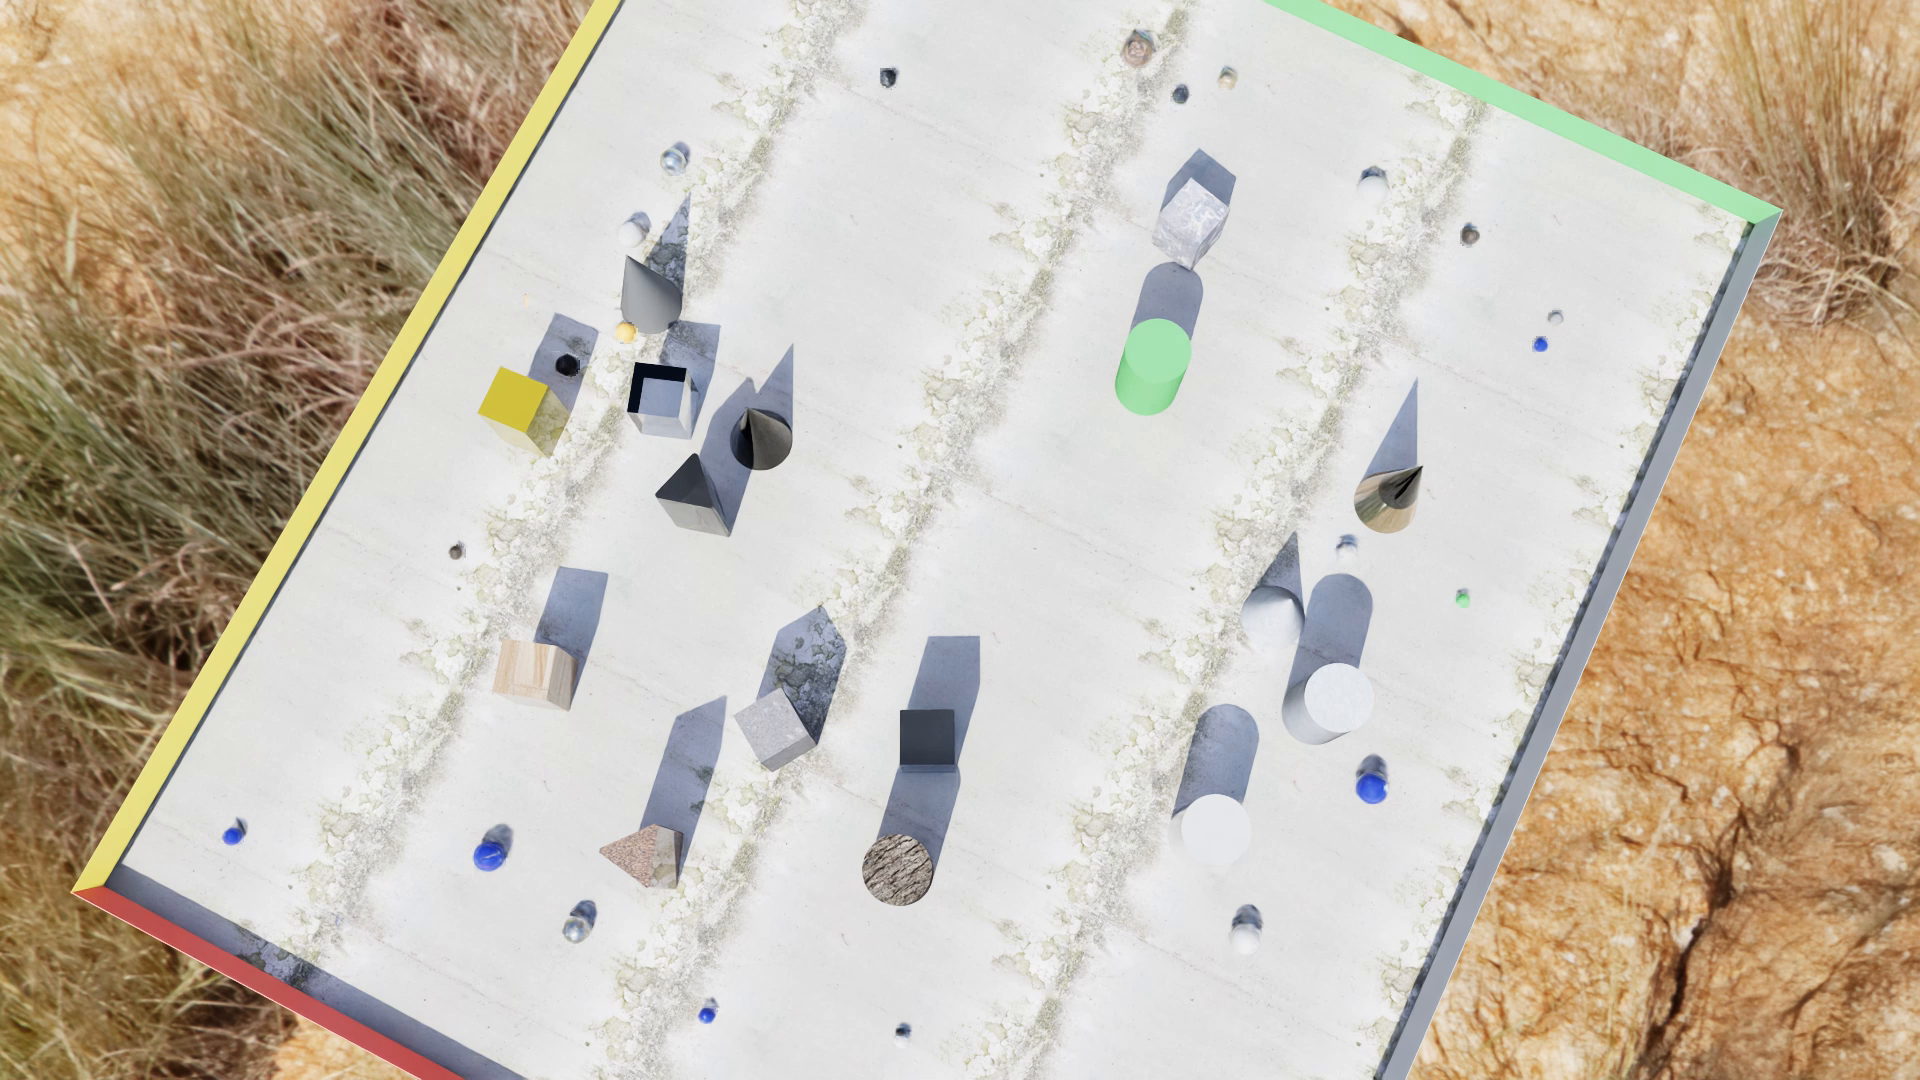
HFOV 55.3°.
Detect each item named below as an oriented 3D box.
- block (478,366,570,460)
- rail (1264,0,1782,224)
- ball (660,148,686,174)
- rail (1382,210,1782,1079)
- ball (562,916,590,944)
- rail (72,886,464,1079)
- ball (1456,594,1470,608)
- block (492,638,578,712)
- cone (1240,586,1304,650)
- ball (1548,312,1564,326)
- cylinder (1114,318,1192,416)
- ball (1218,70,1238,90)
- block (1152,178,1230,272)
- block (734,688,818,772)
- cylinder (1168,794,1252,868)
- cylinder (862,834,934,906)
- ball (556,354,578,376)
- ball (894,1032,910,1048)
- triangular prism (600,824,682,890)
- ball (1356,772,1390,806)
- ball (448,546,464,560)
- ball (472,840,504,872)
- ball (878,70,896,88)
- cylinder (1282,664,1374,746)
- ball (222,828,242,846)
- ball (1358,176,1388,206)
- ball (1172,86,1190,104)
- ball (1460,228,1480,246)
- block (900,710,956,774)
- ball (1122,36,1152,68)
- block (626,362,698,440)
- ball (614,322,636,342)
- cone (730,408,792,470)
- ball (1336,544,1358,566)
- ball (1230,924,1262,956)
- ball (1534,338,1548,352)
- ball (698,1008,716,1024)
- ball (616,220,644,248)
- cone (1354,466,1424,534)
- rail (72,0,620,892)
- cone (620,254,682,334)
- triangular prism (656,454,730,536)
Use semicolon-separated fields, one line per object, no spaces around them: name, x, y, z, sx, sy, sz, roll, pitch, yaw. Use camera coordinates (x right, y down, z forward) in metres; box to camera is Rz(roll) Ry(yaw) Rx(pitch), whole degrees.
block;-1.312;-0.380;5.532;0.156;0.320;0.156;22;79;5
rail;0.919;-1.793;5.922;3.649;0.127;0.045;26;80;5
ball;-0.914;-1.203;5.824;0.081;0.081;0.081;0;78;0
rail;1.611;0.795;5.386;0.045;0.127;4.157;26;80;5
ball;-1.118;1.136;5.341;0.080;0.080;0.080;0;78;0
rail;-0.919;1.806;5.177;3.649;0.127;0.045;26;80;5
ball;1.527;0.185;5.557;0.042;0.042;0.042;0;78;0
block;-1.241;0.399;5.374;0.156;0.314;0.156;8;78;2
cone;0.951;0.202;5.410;0.195;0.323;0.195;0;78;0
ball;1.866;-0.690;5.737;0.044;0.044;0.044;0;78;0
cylinder;0.580;-0.518;5.540;0.195;0.360;0.195;0;78;0
ball;0.861;-1.481;5.893;0.059;0.059;0.059;0;78;0
block;0.715;-0.976;5.698;0.156;0.236;0.156;40;81;8
block;-0.533;0.555;5.327;0.156;0.342;0.156;-30;80;-6
cylinder;0.714;0.841;5.269;0.195;0.340;0.195;0;78;0
cylinder;-0.175;0.950;5.258;0.195;0.318;0.195;0;78;0
ball;-1.223;-0.544;5.695;0.066;0.066;0.066;0;78;0
ball;-0.169;1.445;5.294;0.046;0.046;0.046;0;78;0
triangular prism;-0.866;0.878;5.194;0.169;0.473;0.147;35;80;7
ball;1.219;0.735;5.415;0.097;0.097;0.097;0;78;0
ball;-1.537;0.039;5.586;0.043;0.043;0.043;0;78;0
ball;-1.383;0.929;5.378;0.092;0.092;0.092;0;78;0
ball;-0.232;-1.486;5.895;0.057;0.057;0.057;0;78;0
cylinder;1.063;0.481;5.322;0.195;0.383;0.195;0;78;0
ball;-2.147;0.875;5.408;0.055;0.055;0.055;0;78;0
ball;1.308;-1.104;5.796;0.096;0.096;0.096;0;78;0
ball;0.709;-1.427;5.884;0.055;0.055;0.055;0;78;0
ball;1.611;-0.959;5.786;0.057;0.057;0.057;0;78;0
block;-0.093;0.589;5.342;0.156;0.299;0.156;0;78;0
ball;0.570;-1.571;5.892;0.098;0.098;0.098;0;78;0
block;-0.902;-0.420;5.574;0.156;0.254;0.156;7;78;1
ball;-1.044;-0.648;5.713;0.062;0.062;0.062;0;78;0
cone;-0.616;-0.347;5.499;0.195;0.371;0.195;0;78;0
ball;1.177;0.046;5.572;0.069;0.069;0.069;0;78;0
ball;0.831;1.161;5.329;0.092;0.092;0.092;0;78;0
ball;1.814;-0.607;5.720;0.044;0.044;0.044;0;78;0
ball;-0.733;1.378;5.306;0.049;0.049;0.049;0;78;0
ball;-1.038;-0.961;5.771;0.088;0.088;0.088;0;78;0
cone;1.310;-0.163;5.409;0.195;0.472;0.195;0;78;0
rail;-1.611;-0.782;5.713;0.045;0.127;4.157;26;80;5
cone;-0.971;-0.786;5.549;0.195;0.451;0.195;0;78;0
triangular prism;-0.773;-0.139;5.438;0.169;0.406;0.147;11;79;2
